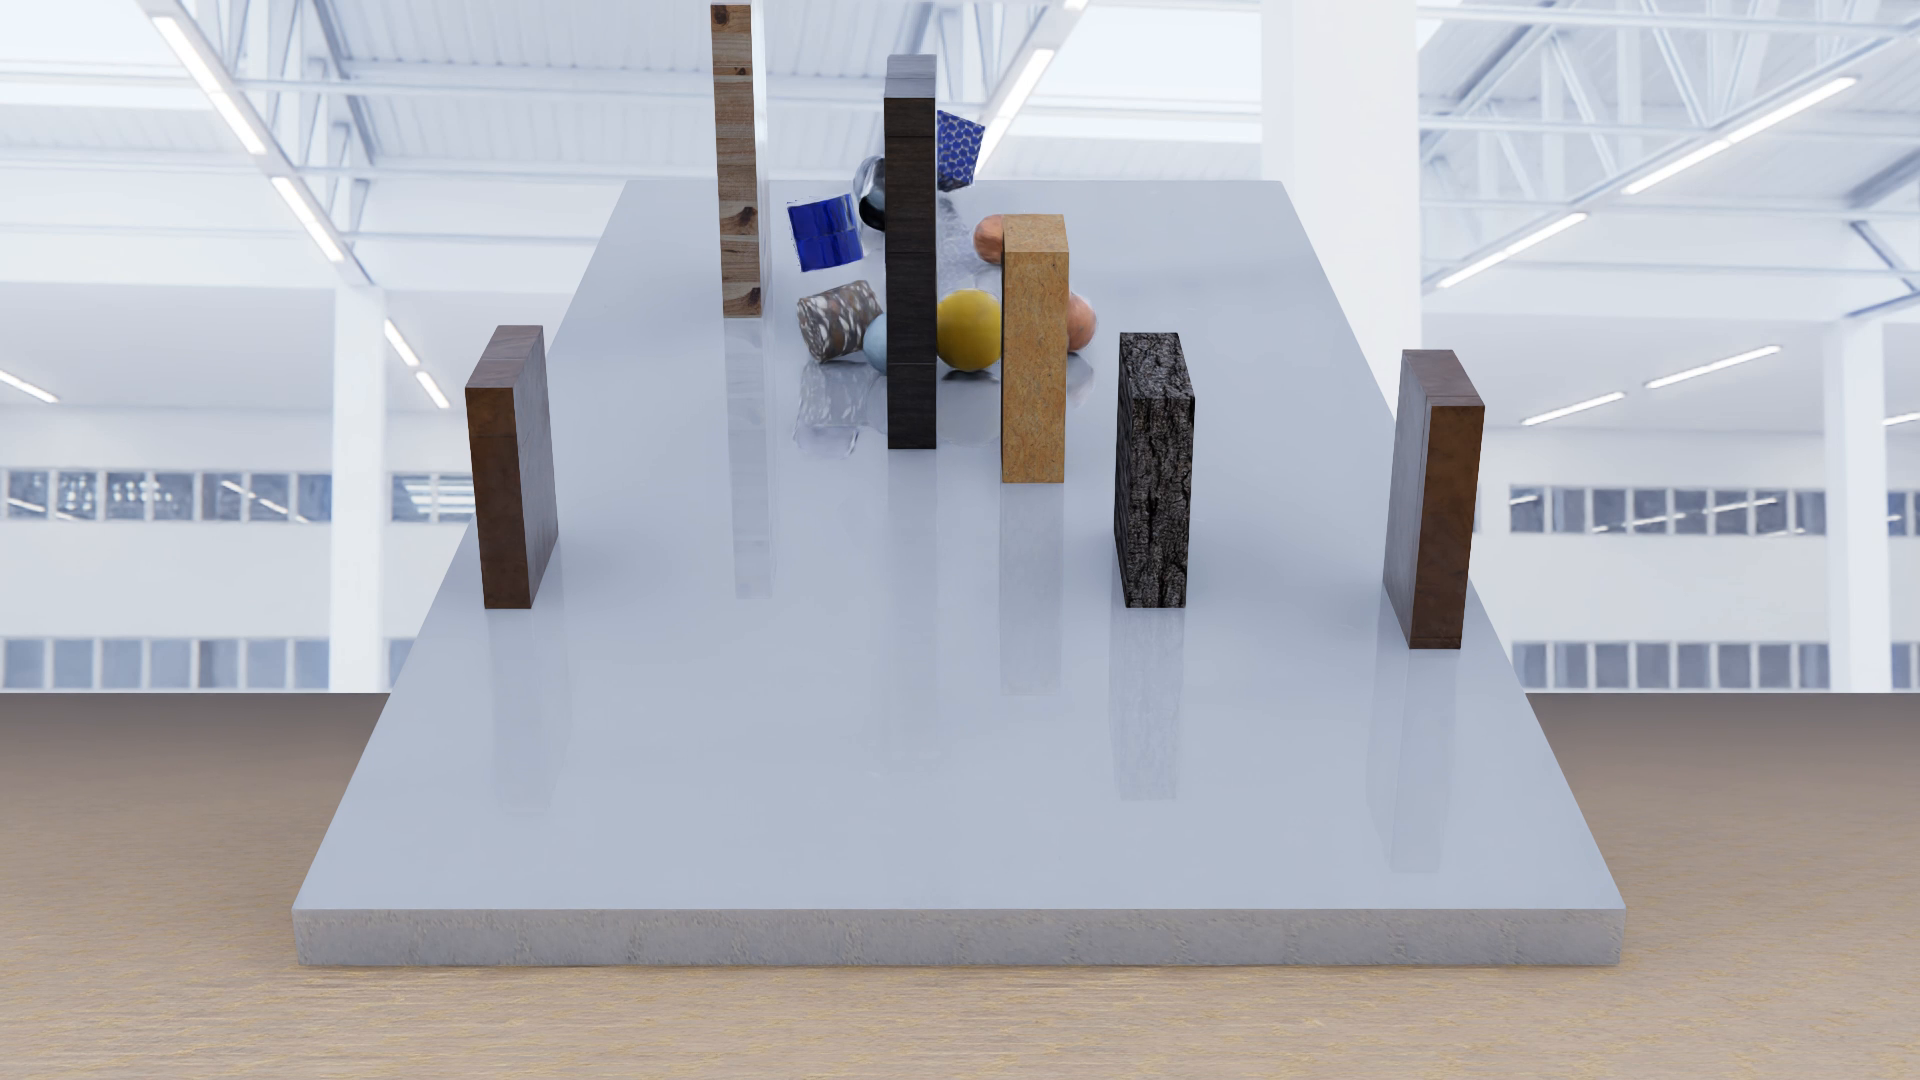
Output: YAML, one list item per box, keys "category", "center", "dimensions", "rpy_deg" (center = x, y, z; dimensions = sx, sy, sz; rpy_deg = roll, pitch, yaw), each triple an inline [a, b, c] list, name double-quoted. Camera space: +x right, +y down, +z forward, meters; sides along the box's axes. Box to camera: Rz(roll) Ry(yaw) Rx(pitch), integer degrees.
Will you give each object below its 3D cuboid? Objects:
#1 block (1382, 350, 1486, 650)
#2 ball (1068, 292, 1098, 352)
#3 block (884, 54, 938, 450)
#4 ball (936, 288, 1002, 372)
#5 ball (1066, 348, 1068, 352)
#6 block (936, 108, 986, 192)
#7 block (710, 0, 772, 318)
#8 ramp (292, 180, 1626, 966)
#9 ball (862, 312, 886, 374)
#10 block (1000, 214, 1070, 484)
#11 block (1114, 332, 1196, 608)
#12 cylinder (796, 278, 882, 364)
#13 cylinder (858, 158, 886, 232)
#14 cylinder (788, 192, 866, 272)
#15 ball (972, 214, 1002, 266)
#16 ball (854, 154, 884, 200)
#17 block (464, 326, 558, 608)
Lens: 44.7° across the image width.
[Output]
- category: "block"
  center: [0.870, -0.078, 4.307]
  dimensions: [0.094, 0.477, 0.293]
  rpy_deg: [0, 24, 0]
- category: "ball"
  center: [0.261, -0.531, 5.695]
  dimensions: [0.148, 0.148, 0.148]
  rpy_deg: [0, -4, 0]
- category: "block"
  center: [-0.106, -0.640, 5.169]
  dimensions: [0.107, 0.785, 0.396]
  rpy_deg: [0, 24, 0]
- category: "ball"
  center: [0.024, -0.502, 5.574]
  dimensions: [0.199, 0.199, 0.199]
  rpy_deg: [0, -4, 0]
- category: "ball"
  center: [0.192, -0.472, 5.585]
  dimensions: [0.137, 0.137, 0.137]
  rpy_deg: [0, -4, 0]
- category: "block"
  center: [-0.061, -1.150, 6.885]
  dimensions: [0.178, 0.178, 0.178]
  rpy_deg: [16, -7, -24]
- category: "block"
  center: [-0.555, -1.008, 5.965]
  dimensions: [0.097, 0.795, 0.383]
  rpy_deg: [0, 24, 0]
- category: "ramp"
  center: [-0.008, -0.229, 5.334]
  dimensions: [2.000, 0.100, 4.000]
  rpy_deg: [0, 24, 0]
- category: "ball"
  center: [-0.153, -0.467, 5.550]
  dimensions: [0.155, 0.155, 0.155]
  rpy_deg: [0, -4, 0]
- category: "block"
  center: [0.157, -0.411, 4.994]
  dimensions: [0.131, 0.513, 0.270]
  rpy_deg: [0, 24, 0]
- category: "block"
  center: [0.371, -0.139, 4.505]
  dimensions: [0.114, 0.424, 0.363]
  rpy_deg: [0, 24, 0]
- category: "cylinder"
  center: [-0.288, -0.530, 5.647]
  dimensions: [0.162, 0.162, 0.162]
  rpy_deg: [-22, 3, -16]
- category: "cylinder"
  center: [-0.202, -0.970, 6.556]
  dimensions: [0.147, 0.147, 0.147]
  rpy_deg: [6, -40, 5]
- category: "cylinder"
  center: [-0.332, -0.766, 5.800]
  dimensions: [0.163, 0.163, 0.163]
  rpy_deg: [-12, 12, 3]
- category: "ball"
  center: [0.103, -0.817, 6.343]
  dimensions: [0.138, 0.138, 0.138]
  rpy_deg: [0, -4, 0]
- category: "ball"
  center: [-0.223, -1.036, 6.780]
  dimensions: [0.173, 0.173, 0.173]
  rpy_deg: [0, -4, 0]
- category: "block"
  center: [-0.857, -0.144, 4.481]
  dimensions: [0.088, 0.447, 0.344]
  rpy_deg: [0, 24, 0]
